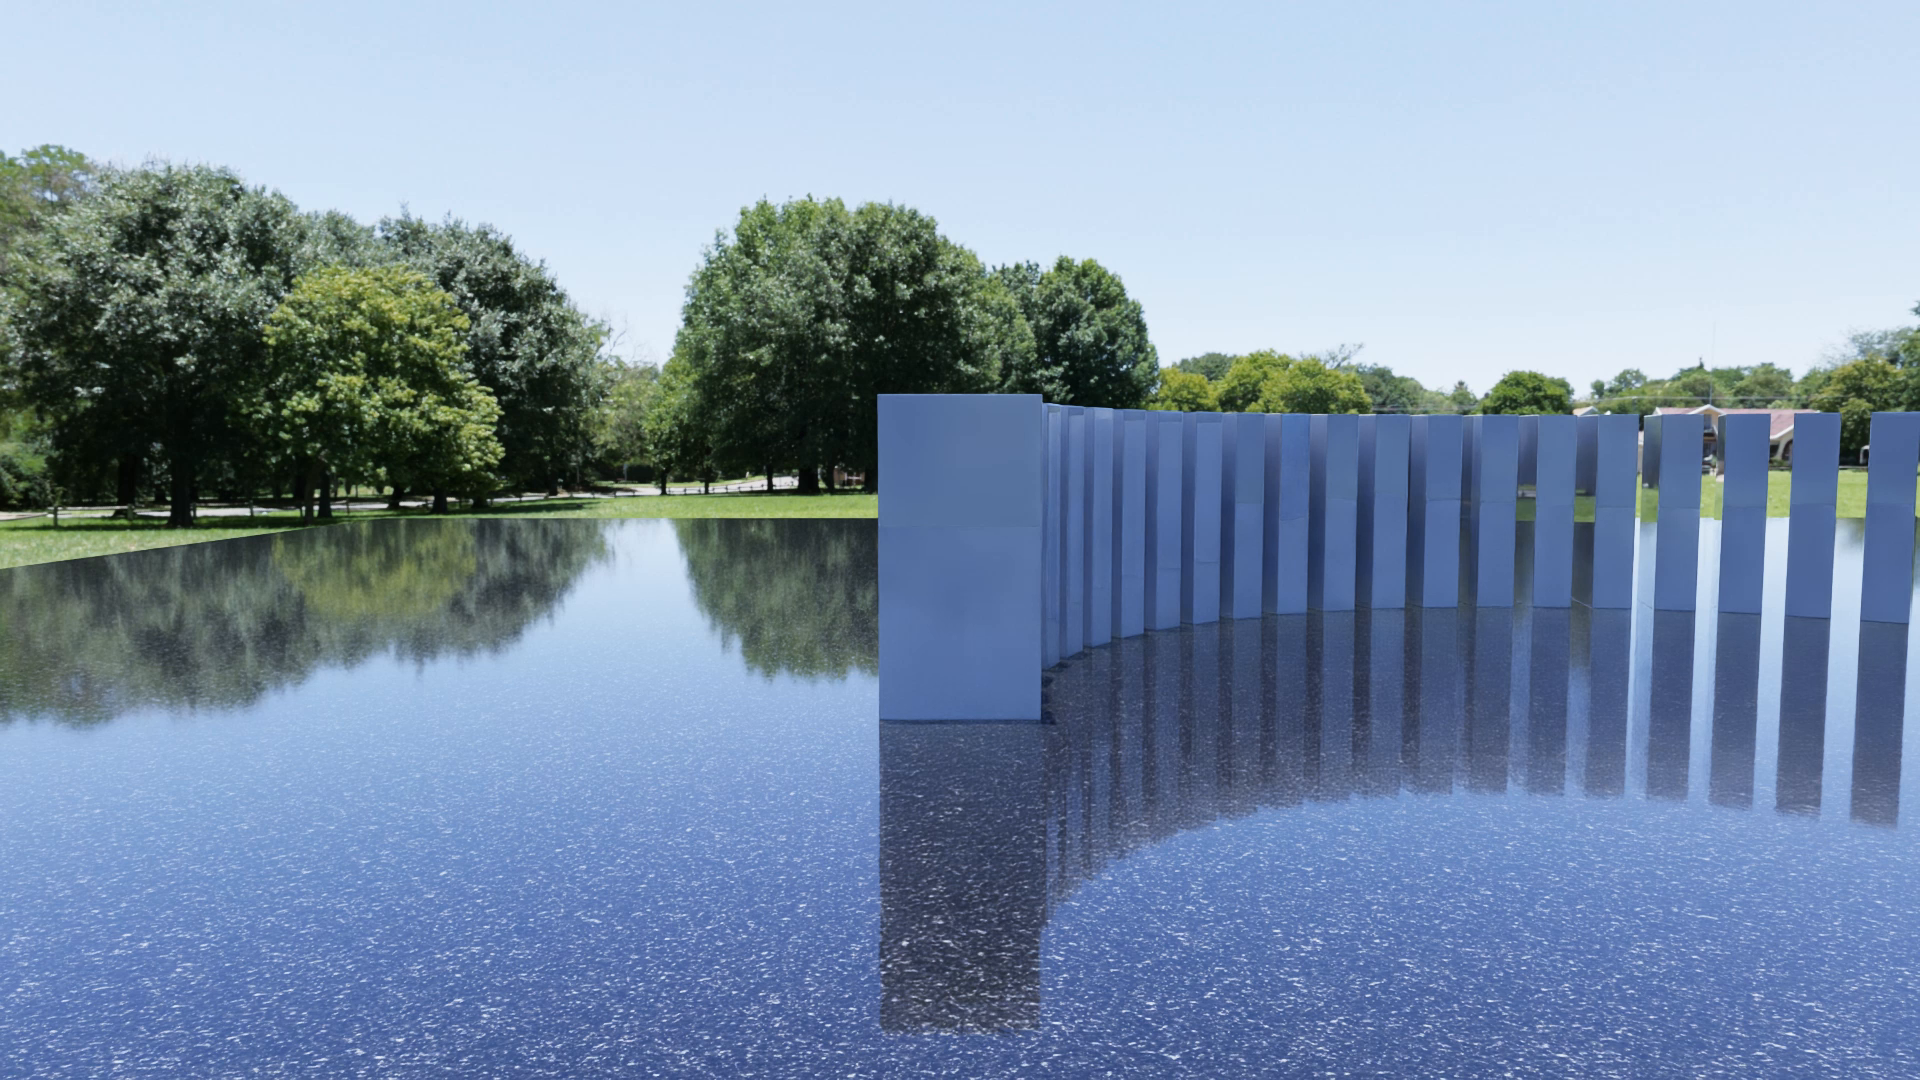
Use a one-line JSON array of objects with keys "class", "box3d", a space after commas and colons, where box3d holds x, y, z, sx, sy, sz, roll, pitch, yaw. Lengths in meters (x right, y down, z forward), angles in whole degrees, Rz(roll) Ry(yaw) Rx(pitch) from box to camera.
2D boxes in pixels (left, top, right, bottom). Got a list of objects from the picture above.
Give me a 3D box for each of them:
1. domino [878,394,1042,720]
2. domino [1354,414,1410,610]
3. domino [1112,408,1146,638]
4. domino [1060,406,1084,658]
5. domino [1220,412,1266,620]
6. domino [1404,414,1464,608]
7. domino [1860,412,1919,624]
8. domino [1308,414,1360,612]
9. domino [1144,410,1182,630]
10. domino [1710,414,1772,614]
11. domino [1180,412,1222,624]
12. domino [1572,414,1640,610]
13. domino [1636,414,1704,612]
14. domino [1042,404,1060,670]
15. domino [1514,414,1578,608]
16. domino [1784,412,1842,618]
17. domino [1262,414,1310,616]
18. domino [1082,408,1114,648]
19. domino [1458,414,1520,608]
[{"class": "domino", "box3d": [0.000, 0.002, 0.201, 0.025, 0.050, 0.009, 0, 4, 0]}, {"class": "domino", "box3d": [0.108, -0.008, 0.341, 0.009, 0.050, 0.025, -1, 4, -13]}, {"class": "domino", "box3d": [0.028, -0.004, 0.290, 0.025, 0.050, 0.009, 3, 5, 38]}, {"class": "domino", "box3d": [0.012, -0.002, 0.263, 0.025, 0.050, 0.009, 2, 5, 25]}, {"class": "domino", "box3d": [0.064, -0.007, 0.322, 0.010, 0.050, 0.025, -3, 5, -33]}, {"class": "domino", "box3d": [0.123, -0.008, 0.344, 0.009, 0.050, 0.025, -1, 4, -7]}, {"class": "domino", "box3d": [0.228, -0.006, 0.313, 0.009, 0.050, 0.025, 3, 5, 38]}, {"class": "domino", "box3d": [0.092, -0.008, 0.336, 0.009, 0.050, 0.025, -2, 5, -20]}, {"class": "domino", "box3d": [0.039, -0.005, 0.302, 0.025, 0.050, 0.009, 4, 6, 44]}, {"class": "domino", "box3d": [0.201, -0.007, 0.331, 0.010, 0.050, 0.025, 2, 5, 26]}, {"class": "domino", "box3d": [0.051, -0.006, 0.313, 0.009, 0.050, 0.025, -4, 6, -39]}, {"class": "domino", "box3d": [0.171, -0.008, 0.342, 0.009, 0.050, 0.025, 1, 4, 13]}, {"class": "domino", "box3d": [0.186, -0.008, 0.337, 0.010, 0.050, 0.025, 1, 5, 19]}, {"class": "domino", "box3d": [0.006, -0.001, 0.248, 0.025, 0.050, 0.009, 1, 5, 18]}, {"class": "domino", "box3d": [0.155, -0.008, 0.344, 0.009, 0.050, 0.025, 0, 4, 6]}, {"class": "domino", "box3d": [0.215, -0.007, 0.323, 0.010, 0.050, 0.025, 3, 5, 35]}, {"class": "domino", "box3d": [0.078, -0.007, 0.330, 0.010, 0.050, 0.025, -2, 5, -26]}, {"class": "domino", "box3d": [0.019, -0.003, 0.277, 0.025, 0.050, 0.009, 3, 5, 31]}, {"class": "domino", "box3d": [0.139, -0.008, 0.345, 0.009, 0.050, 0.025, 0, 4, -1]}]
